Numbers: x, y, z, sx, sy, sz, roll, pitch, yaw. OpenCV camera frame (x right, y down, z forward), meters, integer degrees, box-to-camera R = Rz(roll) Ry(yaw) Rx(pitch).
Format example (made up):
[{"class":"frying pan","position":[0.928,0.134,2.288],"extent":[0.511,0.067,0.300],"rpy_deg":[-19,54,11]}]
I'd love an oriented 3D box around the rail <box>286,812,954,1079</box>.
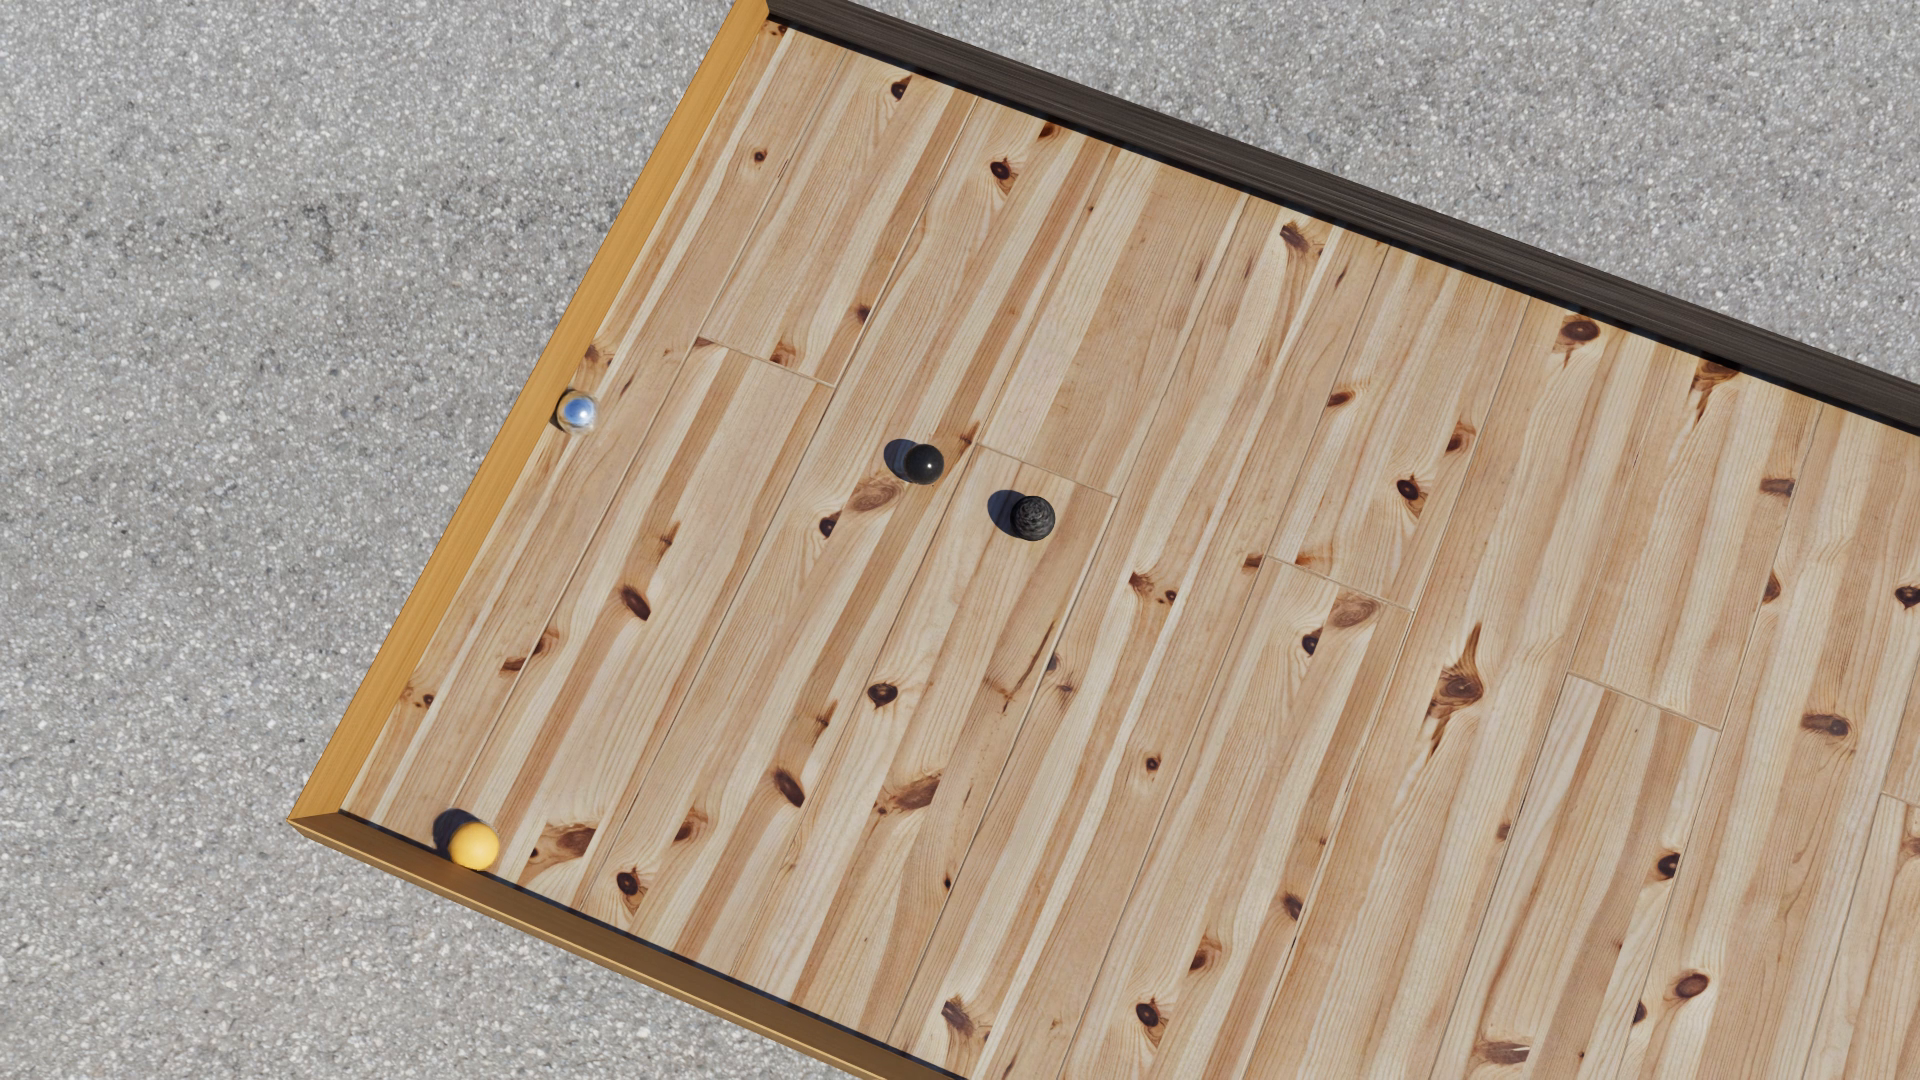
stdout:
[{"class":"rail","position":[0.365,0.944,3.089],"extent":[2.936,0.097,0.045],"rpy_deg":[21,70,8]}]

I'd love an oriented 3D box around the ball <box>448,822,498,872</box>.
[{"class":"ball","position":[-0.729,0.459,3.293],"extent":[0.074,0.074,0.074],"rpy_deg":[0,68,0]}]

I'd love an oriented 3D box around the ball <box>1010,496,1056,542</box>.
[{"class":"ball","position":[0.115,-0.034,3.488],"extent":[0.073,0.073,0.073],"rpy_deg":[0,68,0]}]

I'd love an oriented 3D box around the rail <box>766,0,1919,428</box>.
[{"class":"rail","position":[0.986,-0.422,3.627],"extent":[2.936,0.097,0.045],"rpy_deg":[21,70,8]}]

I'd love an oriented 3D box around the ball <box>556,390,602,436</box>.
[{"class":"ball","position":[-0.615,-0.206,3.555],"extent":[0.073,0.073,0.073],"rpy_deg":[0,68,0]}]

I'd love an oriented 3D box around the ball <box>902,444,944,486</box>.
[{"class":"ball","position":[-0.058,-0.121,3.525],"extent":[0.067,0.067,0.067],"rpy_deg":[0,68,0]}]

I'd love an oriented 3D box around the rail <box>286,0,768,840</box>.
[{"class":"rail","position":[-0.654,-0.263,3.564],"extent":[0.045,0.097,1.641],"rpy_deg":[21,70,8]}]
